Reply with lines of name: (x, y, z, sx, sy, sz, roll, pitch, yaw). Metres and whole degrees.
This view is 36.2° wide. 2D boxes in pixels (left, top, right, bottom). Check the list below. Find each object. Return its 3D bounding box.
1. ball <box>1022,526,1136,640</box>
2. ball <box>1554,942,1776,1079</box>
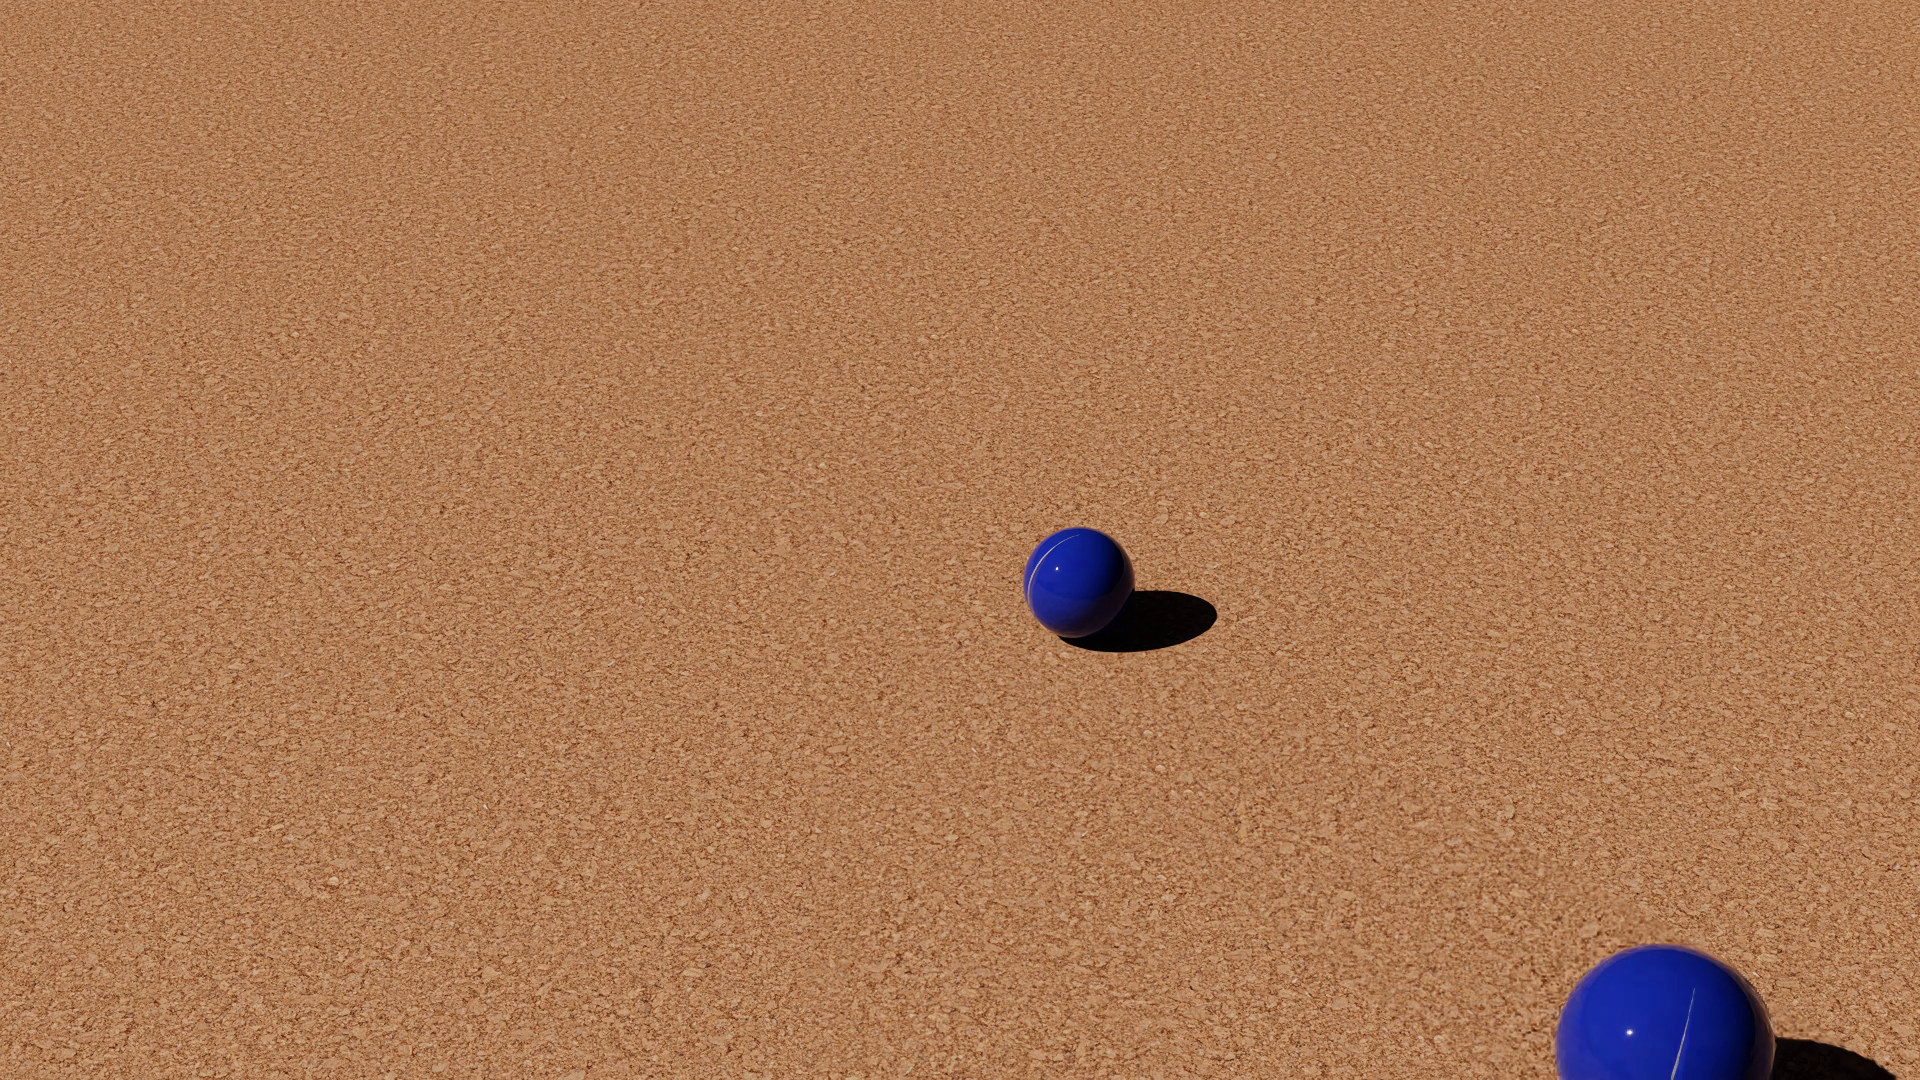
ball: (0.068, 0.024, 1.676, 0.064, 0.064, 0.064, 0, 31, 0)
ball: (0.312, 0.227, 1.302, 0.096, 0.096, 0.096, 0, 31, 0)
